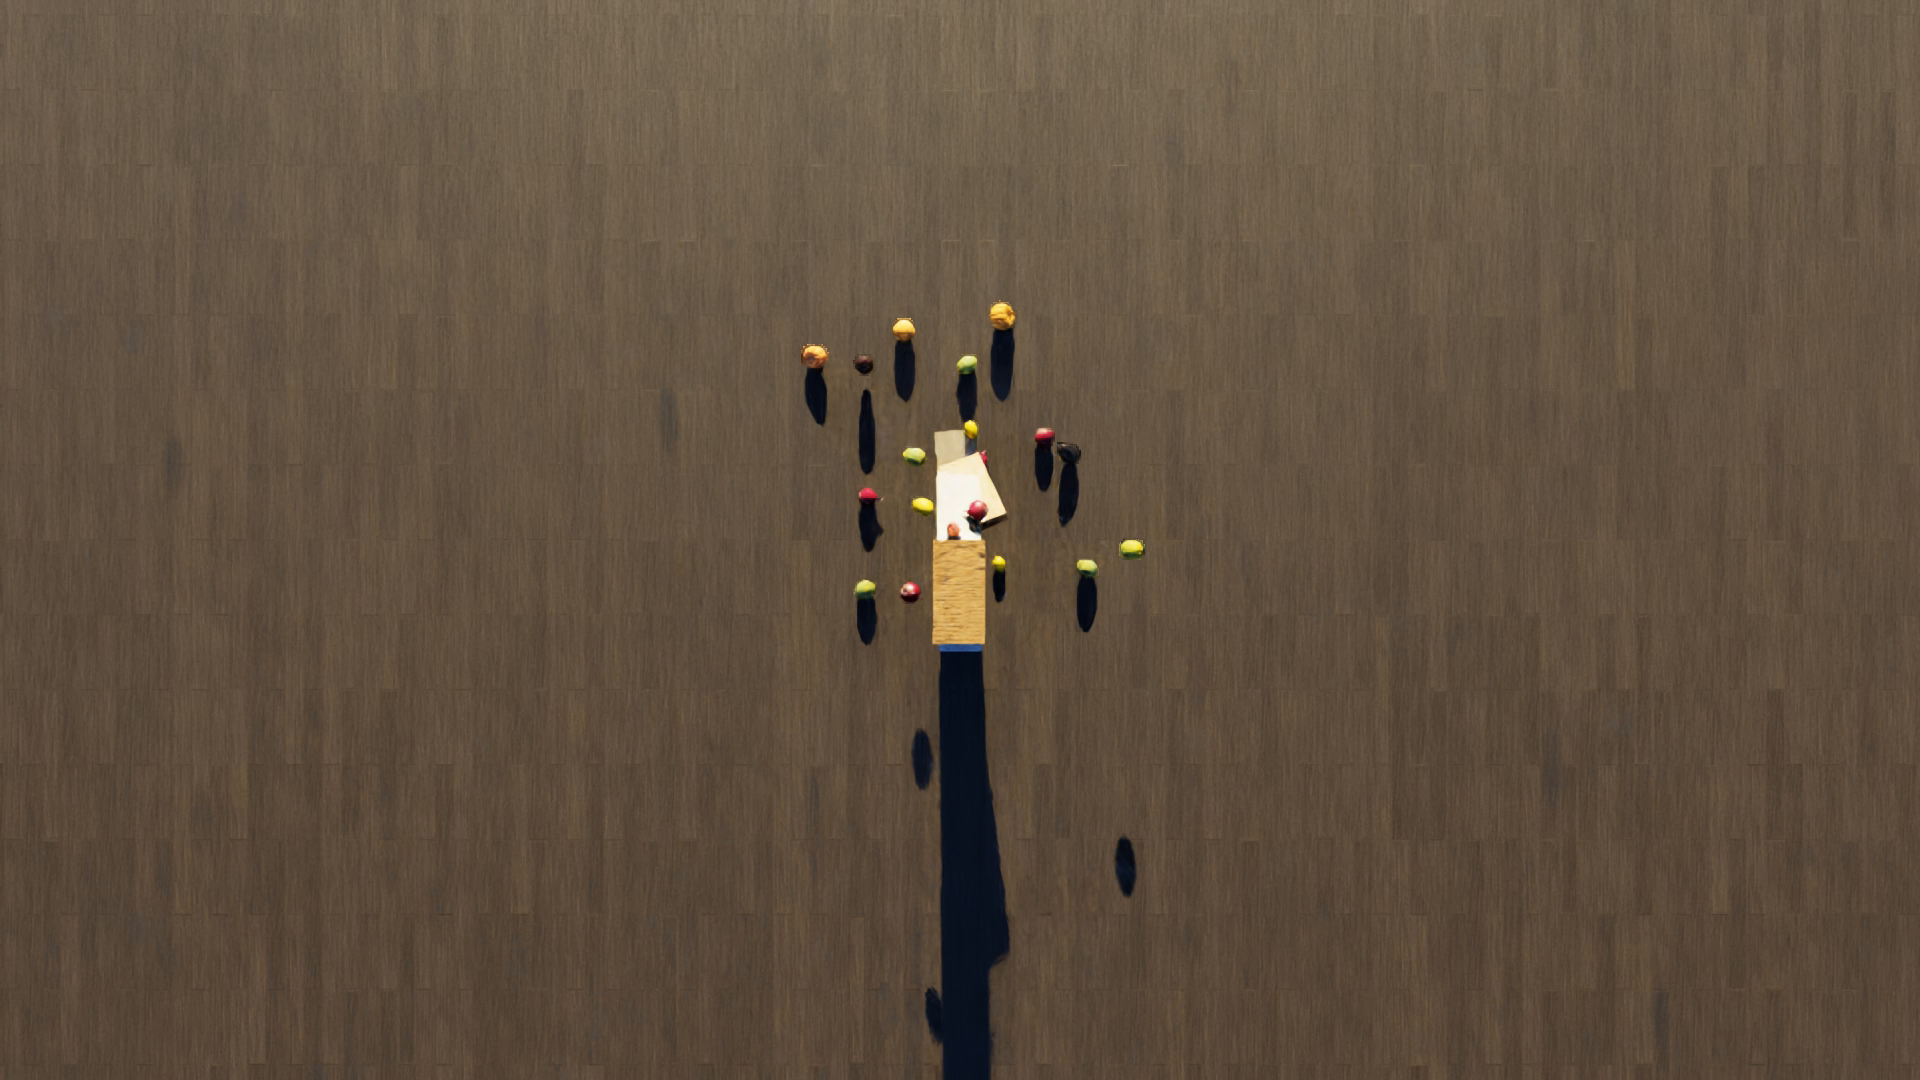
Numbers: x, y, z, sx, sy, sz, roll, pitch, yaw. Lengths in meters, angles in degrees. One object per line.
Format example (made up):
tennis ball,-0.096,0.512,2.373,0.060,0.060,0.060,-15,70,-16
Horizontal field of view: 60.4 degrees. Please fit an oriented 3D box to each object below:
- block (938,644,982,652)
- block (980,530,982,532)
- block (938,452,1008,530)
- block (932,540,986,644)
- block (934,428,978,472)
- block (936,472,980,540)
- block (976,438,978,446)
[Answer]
block,0.002,0.213,5.207,0.137,0.039,0.274,0,90,0
block,-0.002,-0.020,5.130,0.132,0.386,0.037,8,102,0
block,0.041,-0.145,5.102,0.132,0.037,0.264,-21,53,-4
block,-0.003,0.152,4.856,0.153,0.043,0.305,0,92,0
block,-0.005,-0.215,5.219,0.131,0.037,0.262,-5,90,0
block,-0.007,-0.080,4.967,0.132,0.037,0.264,3,56,-5
block,-0.008,-0.308,5.369,0.131,0.262,0.037,-3,91,0
